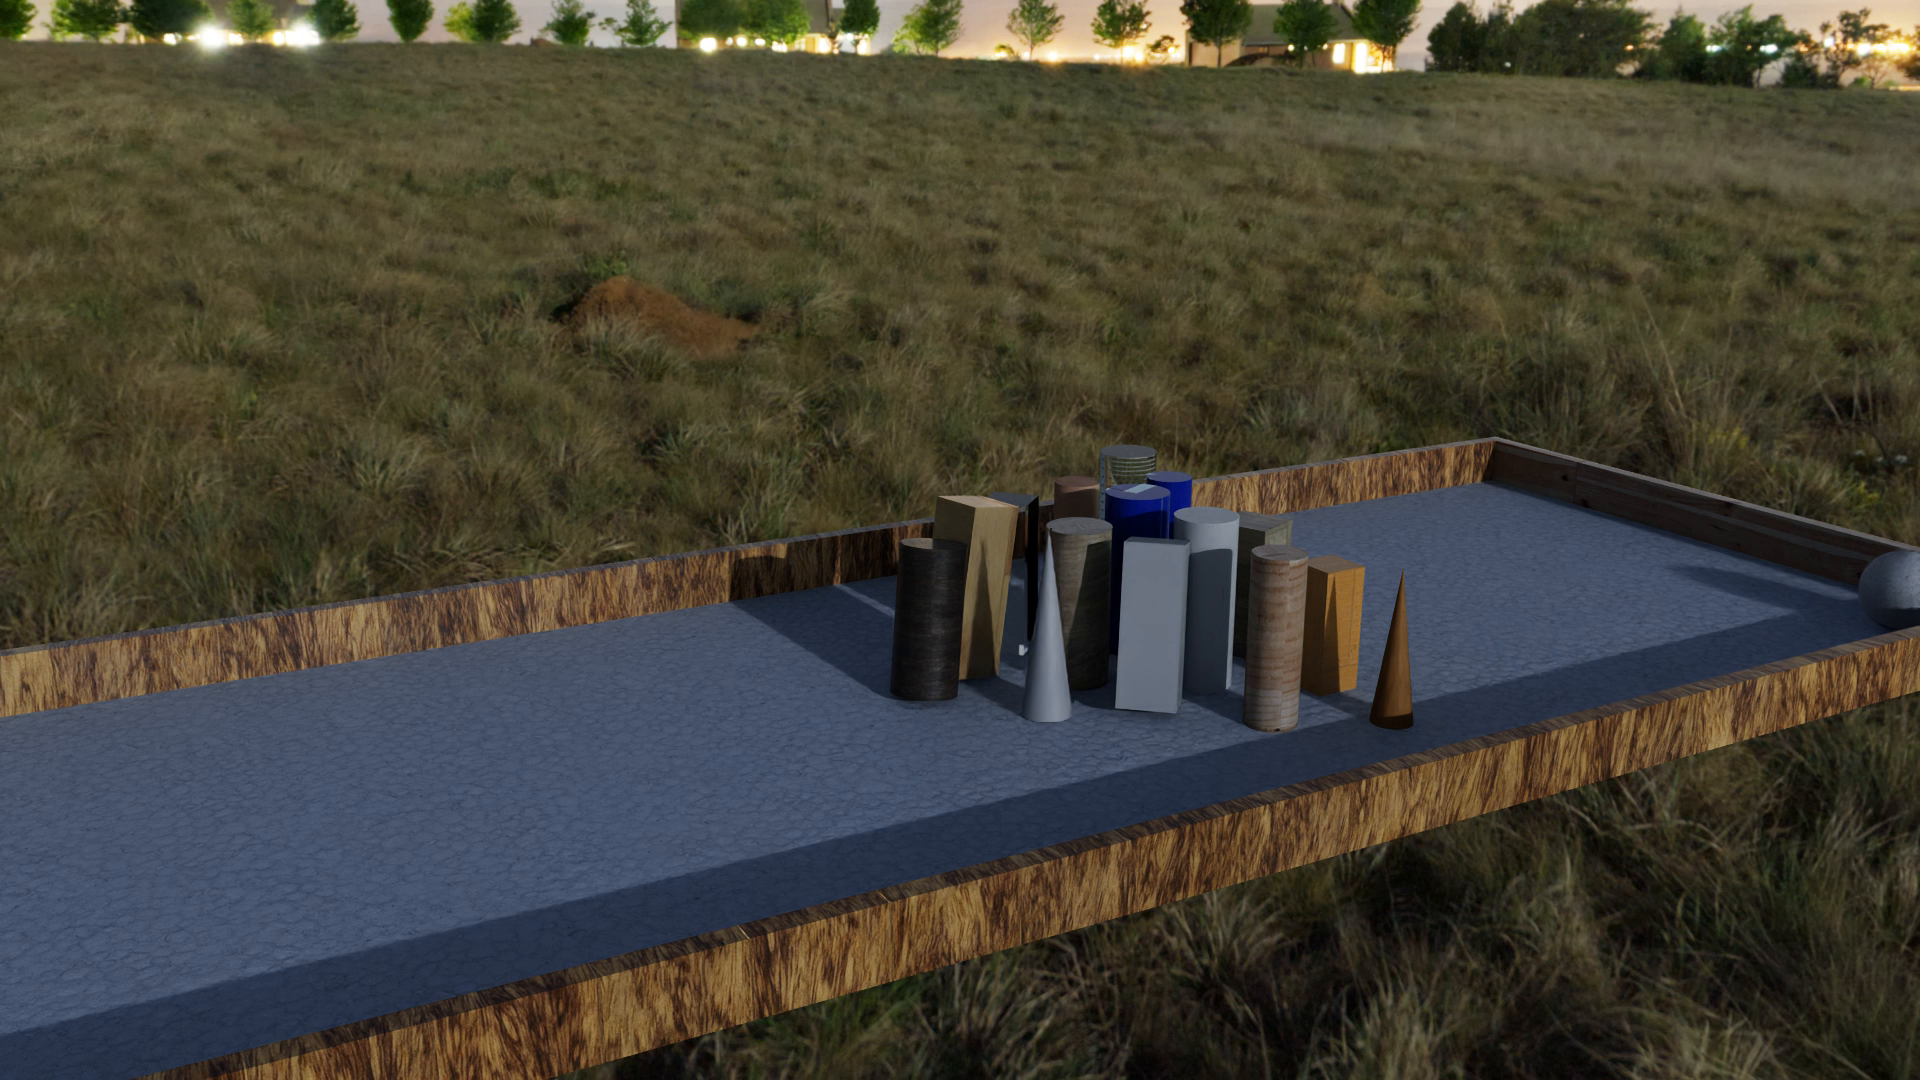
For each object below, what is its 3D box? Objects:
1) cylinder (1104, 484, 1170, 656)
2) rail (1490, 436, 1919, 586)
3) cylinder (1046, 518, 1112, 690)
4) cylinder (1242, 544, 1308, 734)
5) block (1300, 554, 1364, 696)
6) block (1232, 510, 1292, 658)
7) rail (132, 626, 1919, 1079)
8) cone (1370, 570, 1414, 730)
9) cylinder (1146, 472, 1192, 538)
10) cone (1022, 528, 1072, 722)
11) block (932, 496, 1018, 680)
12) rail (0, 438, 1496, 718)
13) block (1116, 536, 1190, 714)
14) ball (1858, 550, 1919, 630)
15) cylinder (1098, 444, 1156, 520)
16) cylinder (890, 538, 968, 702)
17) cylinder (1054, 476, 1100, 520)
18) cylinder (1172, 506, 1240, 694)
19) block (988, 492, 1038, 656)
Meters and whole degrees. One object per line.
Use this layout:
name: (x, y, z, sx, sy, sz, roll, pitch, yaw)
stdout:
cylinder: (0.460, 0.080, 4.327, 0.168, 0.426, 0.168, 0, 16, 0)
rail: (2.466, -0.048, 5.253, 0.050, 0.150, 2.100, -9, 18, -27)
cylinder: (0.293, 0.158, 4.105, 0.162, 0.401, 0.162, 0, 16, 0)
cylinder: (0.732, 0.230, 3.831, 0.129, 0.419, 0.129, 0, 16, 0)
block: (0.906, 0.210, 4.079, 0.116, 0.317, 0.116, -9, 19, -28)
block: (0.762, 0.119, 4.325, 0.146, 0.352, 0.146, 13, 21, 37)
rail: (-2.336, 1.006, 1.665, 12.000, 0.150, 0.050, -9, 18, -27)
cone: (1.019, 0.245, 3.843, 0.101, 0.381, 0.101, 0, 16, 0)
cylinder: (0.575, 0.018, 4.586, 0.125, 0.400, 0.125, 0, 16, 0)
cone: (0.207, 0.192, 3.881, 0.122, 0.460, 0.122, 0, 15, 0)
block: (0.019, 0.117, 4.150, 0.145, 0.437, 0.145, -2, 13, -41)
rail: (-3.305, 0.497, 3.399, 12.000, 0.150, 0.050, -9, 18, -27)
block: (0.461, 0.199, 3.937, 0.144, 0.397, 0.144, 4, 5, 12)
ball: (2.580, 0.136, 4.509, 0.216, 0.216, 0.216, 0, 16, 0)
cylinder: (0.486, -0.058, 4.819, 0.163, 0.414, 0.163, 0, 16, 0)
cylinder: (-0.076, 0.191, 4.012, 0.167, 0.370, 0.167, 4, 9, -1)
cylinder: (0.321, 0.026, 4.578, 0.124, 0.389, 0.124, 0, 16, 0)
cylinder: (0.602, 0.147, 4.085, 0.159, 0.434, 0.159, 0, 16, 0)
block: (0.129, 0.087, 4.342, 0.123, 0.404, 0.123, 5, 17, 18)
